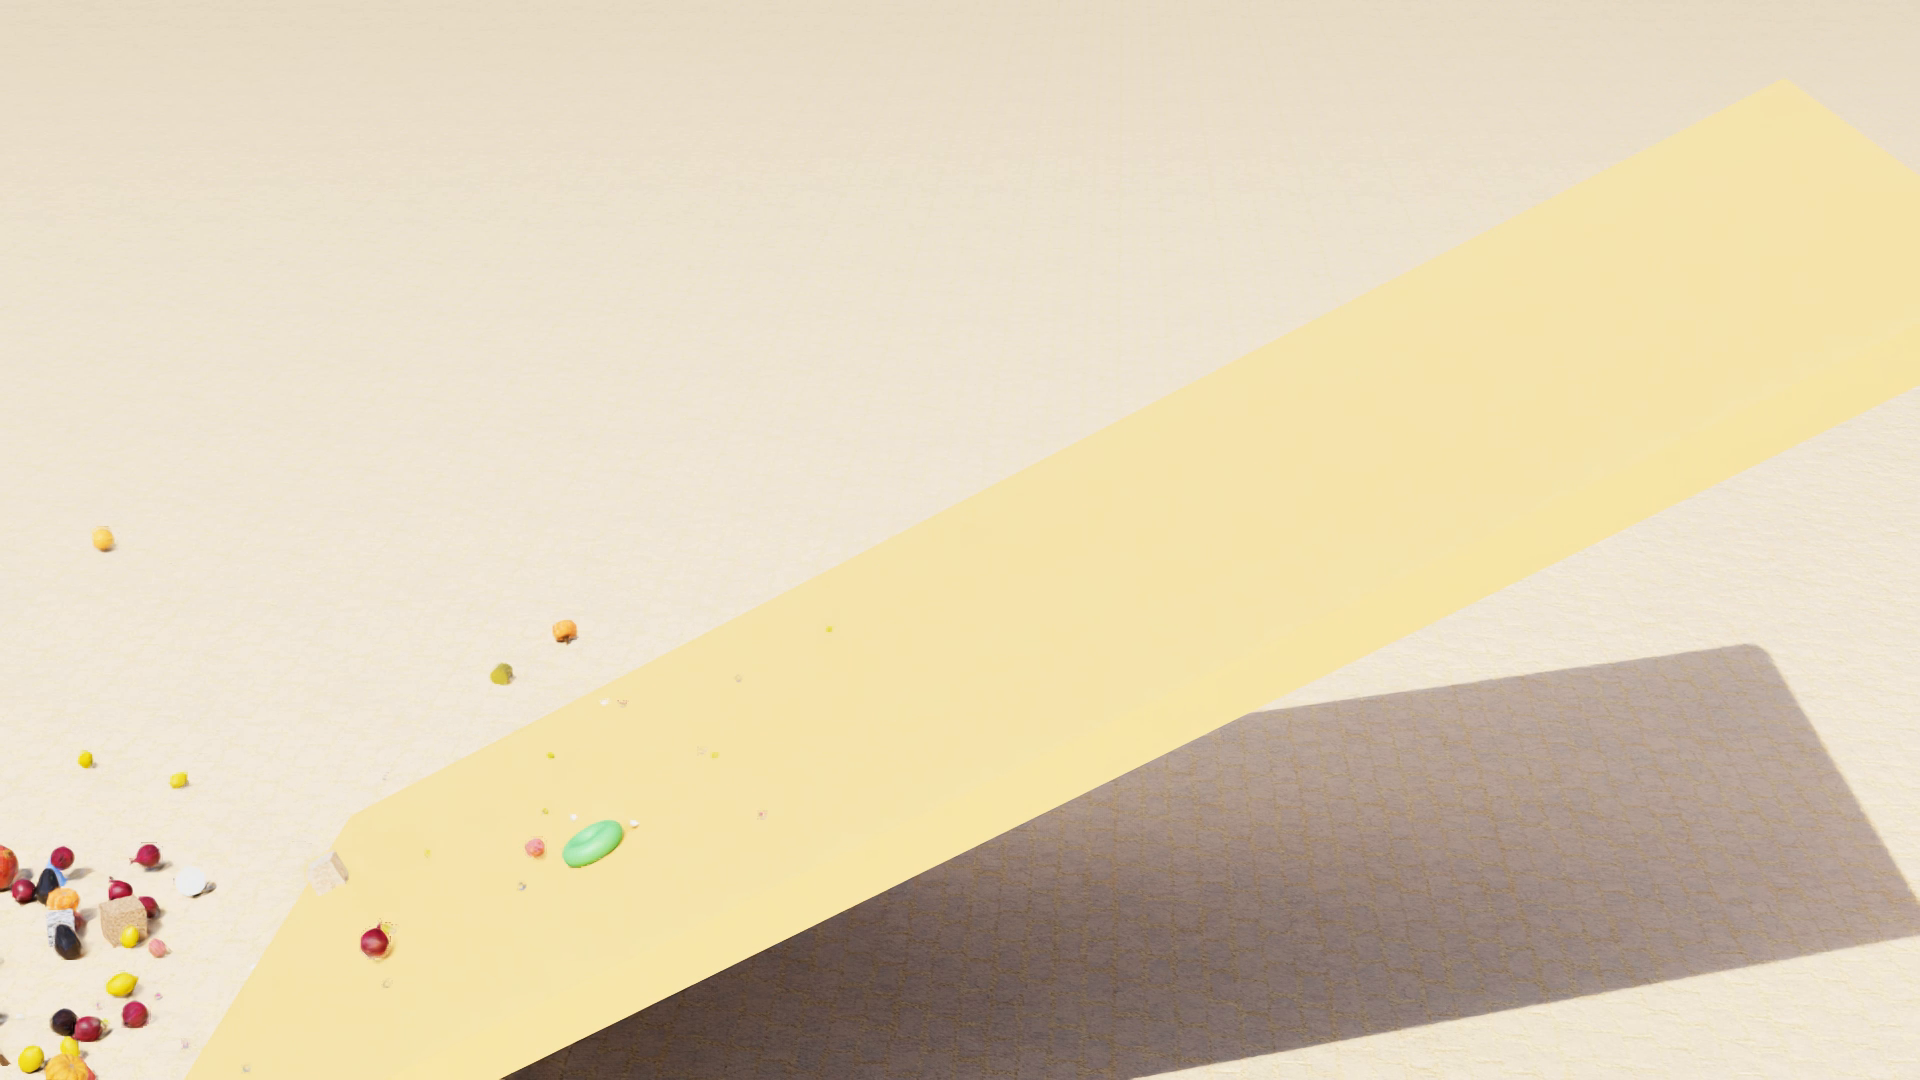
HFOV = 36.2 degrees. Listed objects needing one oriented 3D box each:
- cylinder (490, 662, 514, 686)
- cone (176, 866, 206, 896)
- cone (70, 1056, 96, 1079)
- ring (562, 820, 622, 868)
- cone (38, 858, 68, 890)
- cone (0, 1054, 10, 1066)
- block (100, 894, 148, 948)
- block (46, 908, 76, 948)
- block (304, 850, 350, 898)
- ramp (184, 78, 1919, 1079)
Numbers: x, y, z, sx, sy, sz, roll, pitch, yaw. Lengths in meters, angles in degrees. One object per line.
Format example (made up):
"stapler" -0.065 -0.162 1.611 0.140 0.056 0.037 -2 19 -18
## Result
"cylinder" -1.367 0.401 8.779 0.053 0.053 0.053 3 18 9
"cone" -1.923 0.860 7.370 0.074 0.074 0.074 -2 -15 -7
"cone" -1.921 1.155 6.435 0.054 0.054 0.054 0 18 0
"ring" -0.771 0.637 6.177 0.140 0.047 0.140 -27 15 8
"cone" -2.288 0.832 7.409 0.071 0.071 0.071 0 18 0
"cone" -2.139 1.143 6.489 0.098 0.098 0.098 22 9 -22
"block" -2.021 0.921 7.109 0.085 0.085 0.085 -12 21 -32
"block" -2.170 0.936 7.097 0.064 0.064 0.064 -6 19 -18
"block" -1.515 0.800 7.041 0.071 0.071 0.071 -29 14 4
"ramp" 0.141 0.167 6.282 4.000 0.100 2.000 -27 14 11
